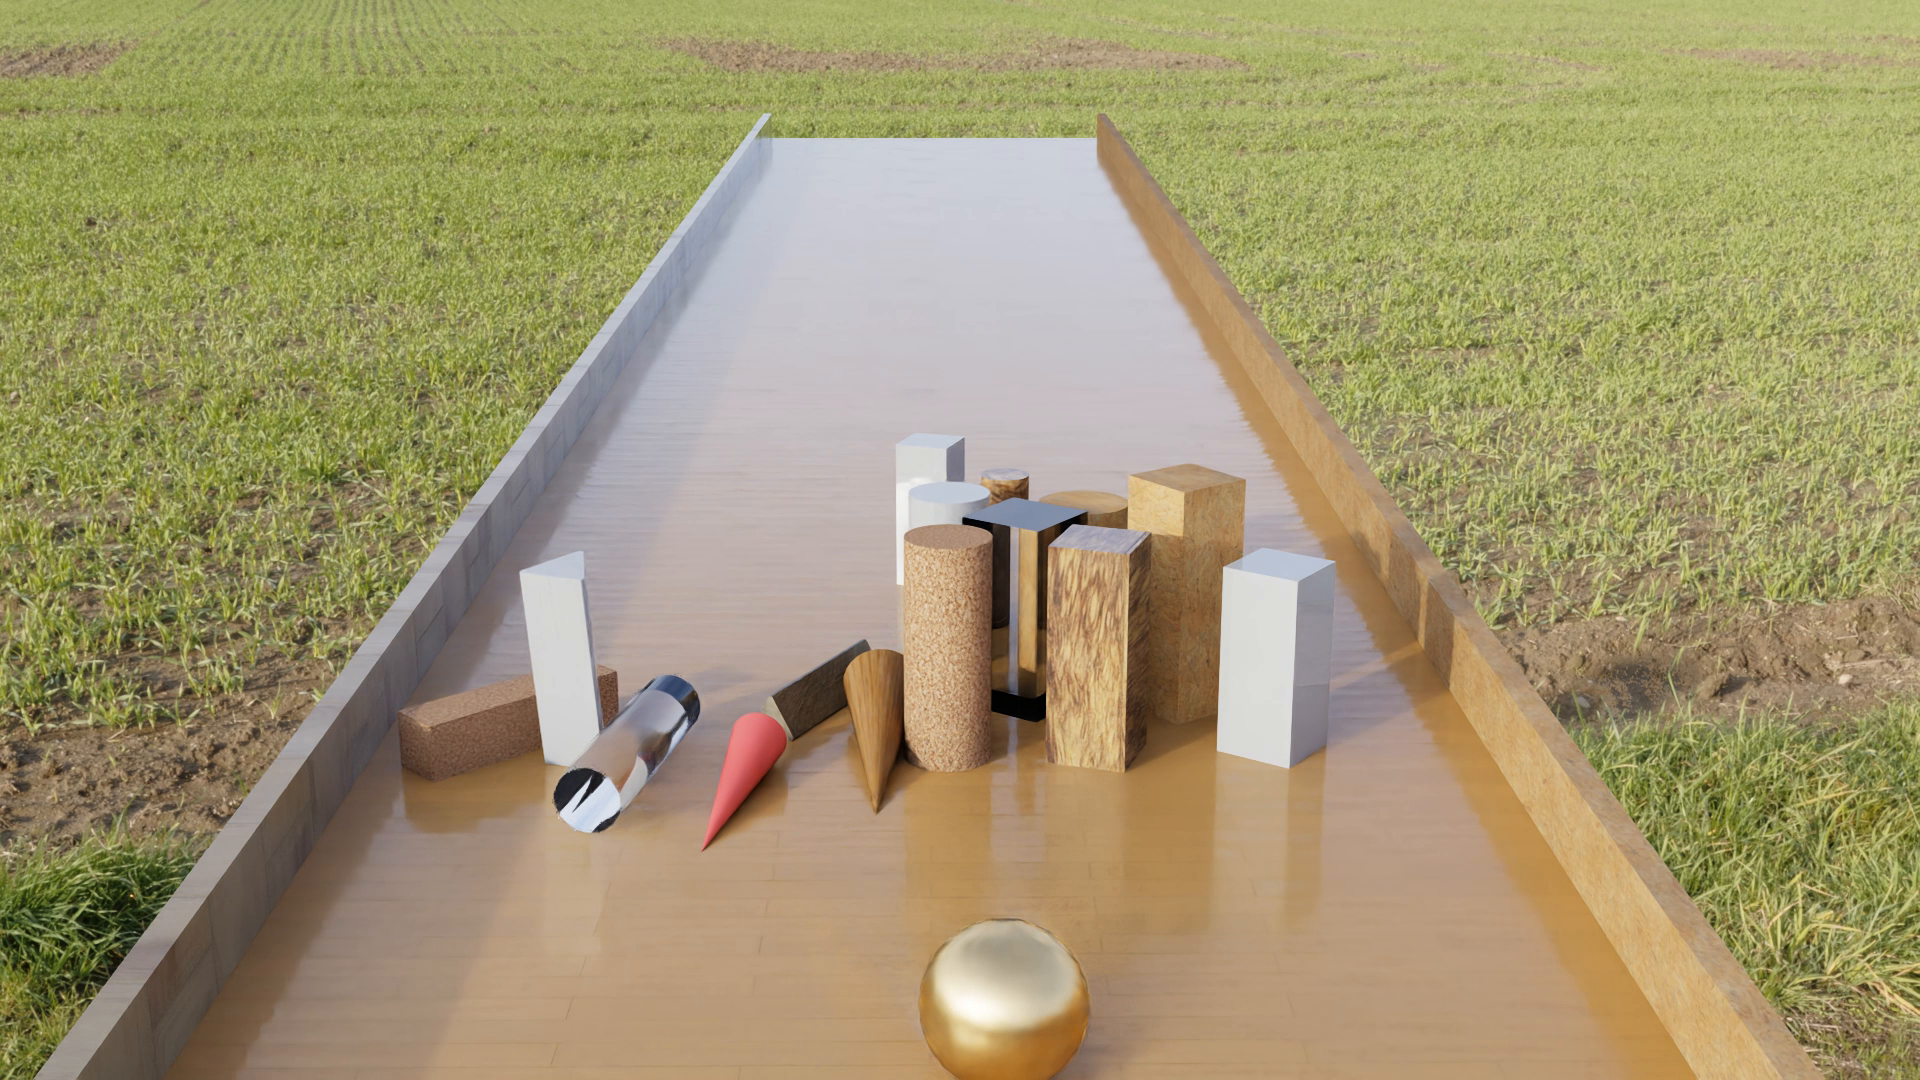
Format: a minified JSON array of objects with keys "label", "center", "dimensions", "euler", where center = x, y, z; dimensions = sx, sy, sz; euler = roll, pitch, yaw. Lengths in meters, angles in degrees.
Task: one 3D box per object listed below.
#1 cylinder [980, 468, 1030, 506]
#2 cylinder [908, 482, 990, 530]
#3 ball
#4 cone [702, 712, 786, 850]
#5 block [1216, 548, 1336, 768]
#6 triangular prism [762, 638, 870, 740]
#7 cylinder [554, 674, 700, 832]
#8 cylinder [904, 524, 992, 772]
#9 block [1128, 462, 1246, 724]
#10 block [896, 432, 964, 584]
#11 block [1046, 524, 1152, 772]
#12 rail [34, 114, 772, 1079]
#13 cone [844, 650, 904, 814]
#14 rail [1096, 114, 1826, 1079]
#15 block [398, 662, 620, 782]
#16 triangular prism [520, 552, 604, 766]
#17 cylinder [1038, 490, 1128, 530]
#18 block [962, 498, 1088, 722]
[{"label":"cylinder","center":[0.093,0.009,4.656],"dimensions":[0.104,0.307,0.104],"euler":[0,17,0]},{"label":"cylinder","center":[-0.021,0.069,4.397],"dimensions":[0.163,0.341,0.163],"euler":[0,17,0]},{"label":"ball","center":[0.057,0.598,2.829],"dimensions":[0.221,0.221,0.221],"euler":[0,17,0]},{"label":"cone","center":[-0.385,0.426,3.707],"dimensions":[0.100,0.100,0.381],"euler":[3,24,9]},{"label":"block","center":[0.563,0.208,3.920],"dimensions":[0.145,0.346,0.145],"euler":[12,20,34]},{"label":"triangular prism","center":[-0.265,0.275,4.157],"dimensions":[0.090,0.078,0.354],"euler":[8,18,25]},{"label":"cylinder","center":[-0.570,0.363,3.807],"dimensions":[0.113,0.113,0.451],"euler":[3,17,10]},{"label":"cylinder","center":[-0.022,0.189,3.873],"dimensions":[0.155,0.408,0.155],"euler":[0,16,0]},{"label":"block","center":[0.418,0.098,4.113],"dimensions":[0.152,0.446,0.152],"euler":[-12,20,-35]},{"label":"block","center":[-0.065,-0.065,4.883],"dimensions":[0.118,0.320,0.118],"euler":[6,18,19]},{"label":"block","center":[0.245,0.190,3.886],"dimensions":[0.145,0.400,0.145],"euler":[6,18,19]},{"label":"rail","center":[-1.118,-0.838,7.780],"dimensions":[0.050,0.150,12.000],"euler":[0,17,-1]},{"label":"cone","center":[-0.143,0.363,3.880],"dimensions":[0.144,0.144,0.452],"euler":[0,26,-1]},{"label":"rail","center":[0.932,-0.844,7.801],"dimensions":[0.050,0.150,12.000],"euler":[0,17,-1]},{"label":"block","center":[-0.808,0.321,3.965],"dimensions":[0.396,0.104,0.104],"euler":[-16,23,-42]},{"label":"triangular prism","center":[-0.668,0.209,3.850],"dimensions":[0.123,0.371,0.107],"euler":[6,25,19]},{"label":"cylinder","center":[0.246,0.076,4.418],"dimensions":[0.180,0.315,0.180],"euler":[0,17,0]},{"label":"block","center":[0.122,0.129,4.145],"dimensions":[0.168,0.370,0.168],"euler":[11,20,34]}]
